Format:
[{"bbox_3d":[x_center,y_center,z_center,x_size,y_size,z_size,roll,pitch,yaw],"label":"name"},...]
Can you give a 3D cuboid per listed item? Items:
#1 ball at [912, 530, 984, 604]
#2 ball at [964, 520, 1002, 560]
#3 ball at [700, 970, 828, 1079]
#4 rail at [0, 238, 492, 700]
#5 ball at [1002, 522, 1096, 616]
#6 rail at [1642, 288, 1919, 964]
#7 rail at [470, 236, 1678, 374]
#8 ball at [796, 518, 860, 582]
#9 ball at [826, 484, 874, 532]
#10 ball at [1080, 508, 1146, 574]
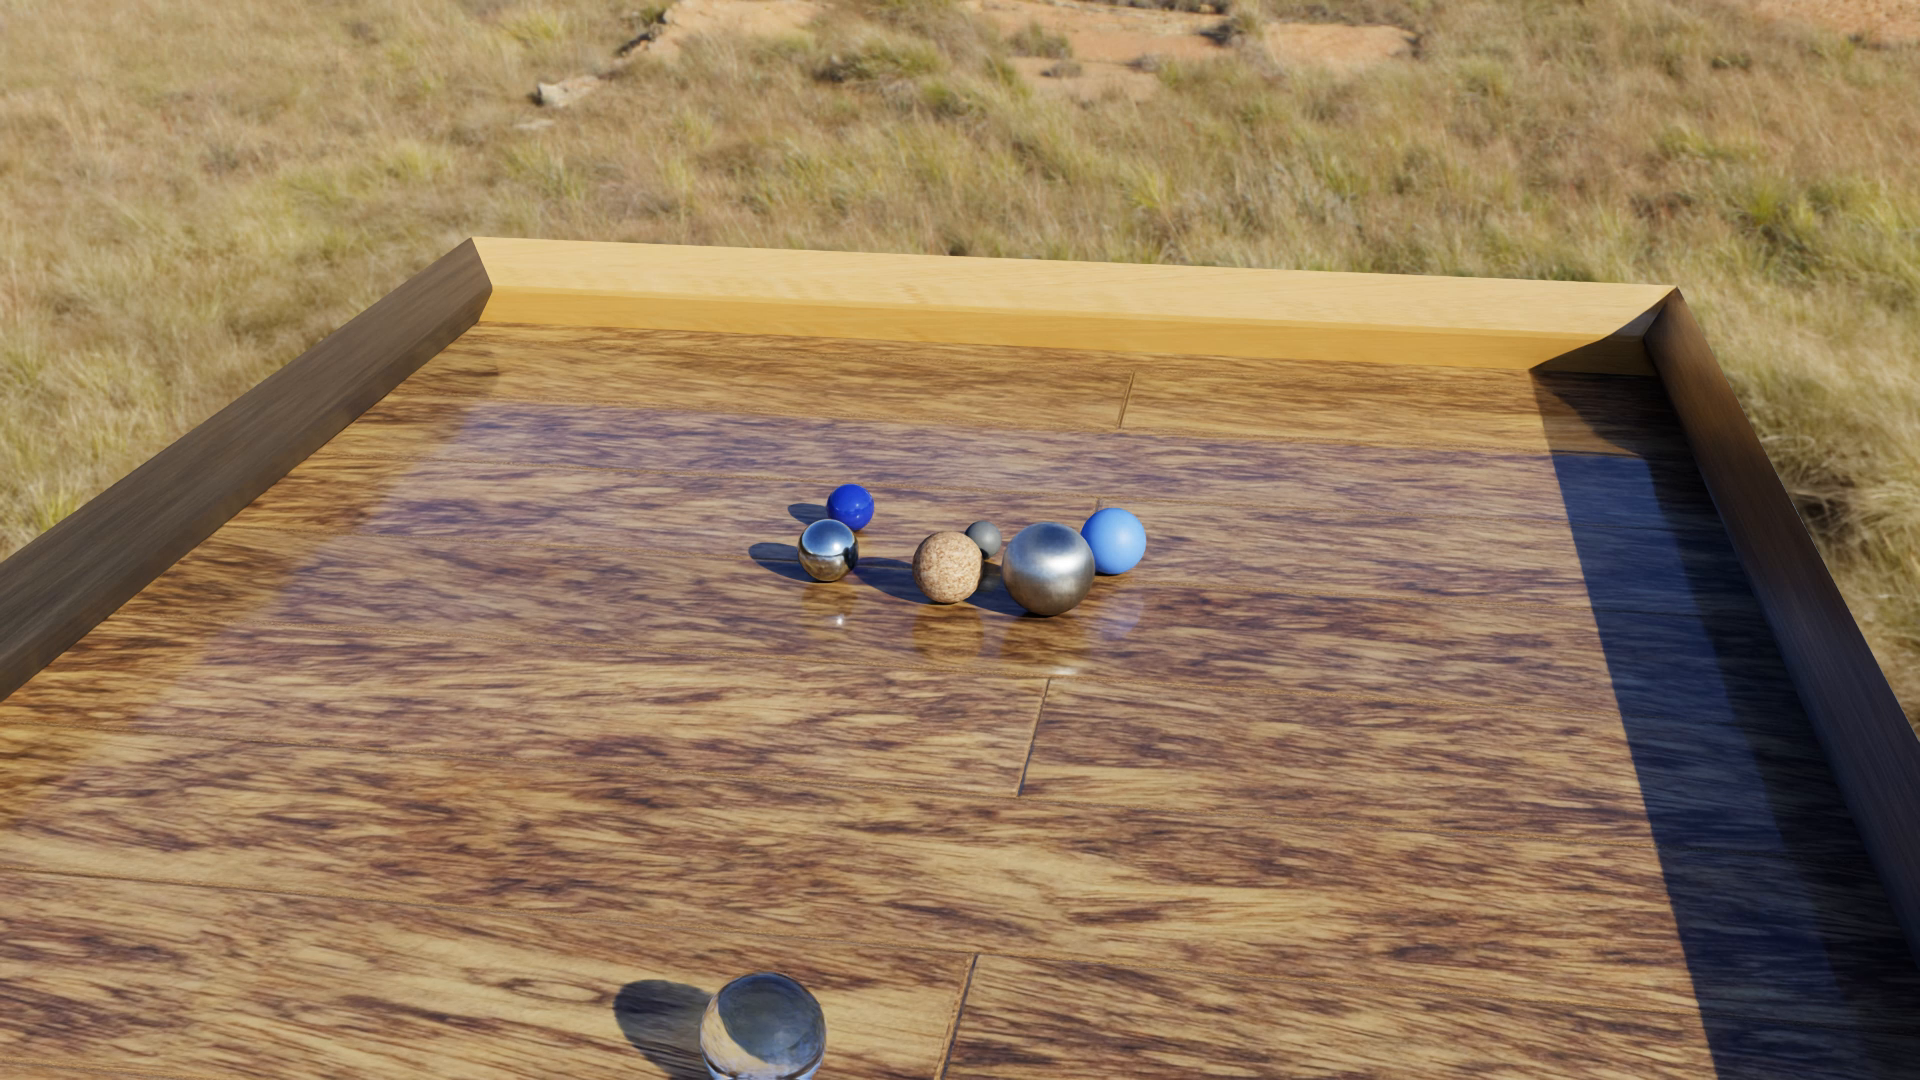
[{"bbox_3d":[-0.013,0.029,2.343,0.078,0.078,0.078,0,22,0],"label":"ball"},{"bbox_3d":[0.025,0.000,2.458,0.043,0.043,0.043,0,22,0],"label":"ball"},{"bbox_3d":[-0.138,0.349,1.547,0.090,0.090,0.090,0,22,0],"label":"ball"},{"bbox_3d":[-0.966,0.235,1.770,0.045,0.128,3.342,3,23,8],"label":"rail"},{"bbox_3d":[0.093,0.030,2.312,0.099,0.099,0.099,0,22,0],"label":"ball"},{"bbox_3d":[0.706,0.335,1.527,0.045,0.128,3.342,3,23,8],"label":"rail"},{"bbox_3d":[0.126,-0.332,3.154,1.740,0.128,0.045,3,23,8],"label":"rail"},{"bbox_3d":[-0.144,0.011,2.398,0.068,0.068,0.068,0,22,0],"label":"ball"},{"bbox_3d":[-0.126,-0.037,2.533,0.056,0.056,0.056,0,22,0],"label":"ball"},{"bbox_3d":[0.168,0.001,2.416,0.073,0.073,0.073,0,22,0],"label":"ball"}]
